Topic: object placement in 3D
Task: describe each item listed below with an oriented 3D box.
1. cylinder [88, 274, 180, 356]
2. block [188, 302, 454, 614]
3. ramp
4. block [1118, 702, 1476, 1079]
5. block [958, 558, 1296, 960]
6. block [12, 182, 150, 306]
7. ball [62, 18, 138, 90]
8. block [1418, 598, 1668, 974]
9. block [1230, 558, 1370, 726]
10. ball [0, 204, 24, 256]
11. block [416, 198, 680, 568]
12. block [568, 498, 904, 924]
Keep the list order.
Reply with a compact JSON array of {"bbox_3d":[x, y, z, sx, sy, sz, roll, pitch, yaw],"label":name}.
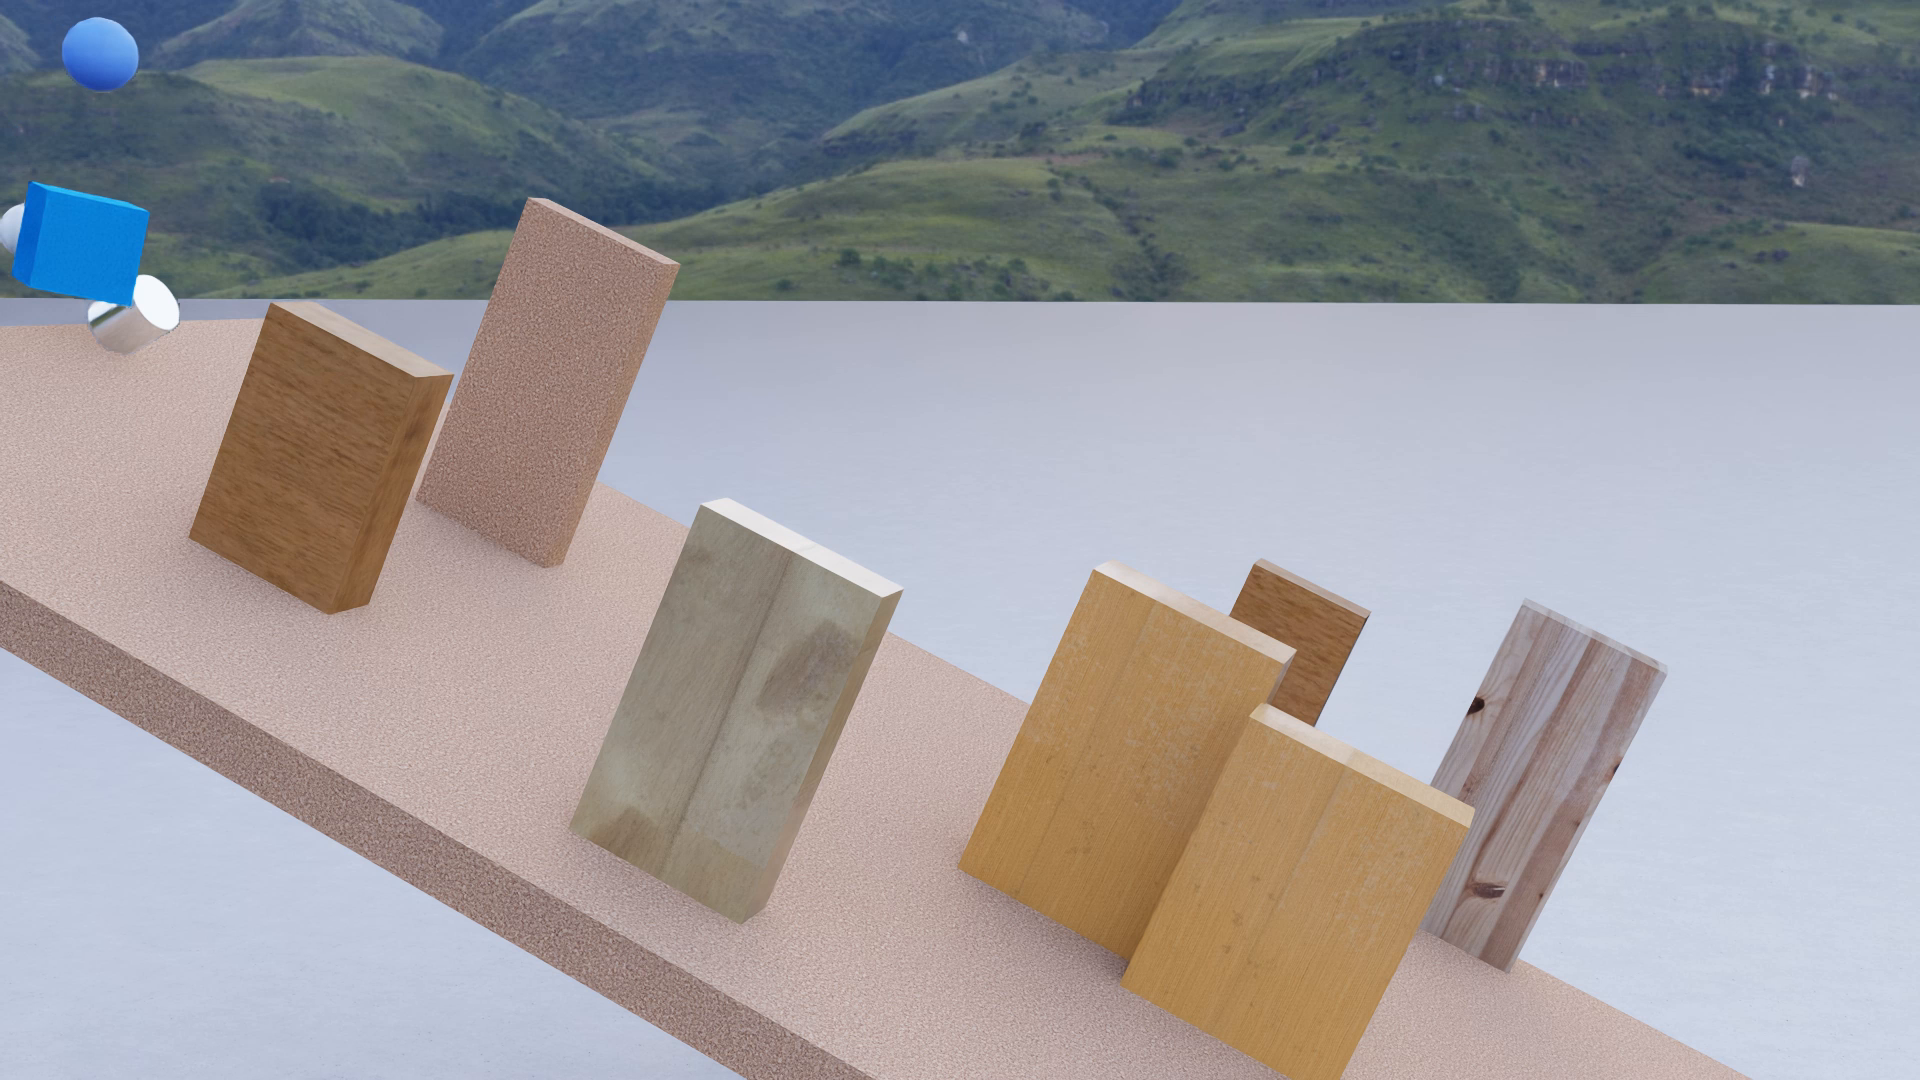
[{"bbox_3d":[-1.777,-0.484,4.732,0.129,0.129,0.129,-27,-2,19],"label":"cylinder"},{"bbox_3d":[-1.137,-0.149,3.910,0.310,0.460,0.129,27,14,13],"label":"block"},{"bbox_3d":[-0.276,0.476,4.177,4.000,0.100,2.000,27,14,13],"label":"ramp"},{"bbox_3d":[0.570,0.608,3.738,0.398,0.529,0.136,27,14,13],"label":"block"},{"bbox_3d":[0.296,0.393,3.934,0.368,0.608,0.149,27,14,13],"label":"block"},{"bbox_3d":[-1.784,-0.600,4.457,0.195,0.195,0.195,9,8,-35],"label":"block"},{"bbox_3d":[-1.697,-0.959,4.342,0.141,0.141,0.141,0,7,0],"label":"ball"},{"bbox_3d":[1.187,0.524,4.690,0.323,0.729,0.109,27,14,13],"label":"block"},{"bbox_3d":[0.589,0.371,4.499,0.247,0.619,0.092,27,14,13],"label":"block"},{"bbox_3d":[-1.986,-0.658,4.690,0.117,0.117,0.117,0,7,0],"label":"ball"},{"bbox_3d":[-0.861,-0.325,4.570,0.330,0.689,0.082,27,14,13],"label":"block"},{"bbox_3d":[-0.351,0.264,3.409,0.319,0.571,0.102,27,14,13],"label":"block"}]
